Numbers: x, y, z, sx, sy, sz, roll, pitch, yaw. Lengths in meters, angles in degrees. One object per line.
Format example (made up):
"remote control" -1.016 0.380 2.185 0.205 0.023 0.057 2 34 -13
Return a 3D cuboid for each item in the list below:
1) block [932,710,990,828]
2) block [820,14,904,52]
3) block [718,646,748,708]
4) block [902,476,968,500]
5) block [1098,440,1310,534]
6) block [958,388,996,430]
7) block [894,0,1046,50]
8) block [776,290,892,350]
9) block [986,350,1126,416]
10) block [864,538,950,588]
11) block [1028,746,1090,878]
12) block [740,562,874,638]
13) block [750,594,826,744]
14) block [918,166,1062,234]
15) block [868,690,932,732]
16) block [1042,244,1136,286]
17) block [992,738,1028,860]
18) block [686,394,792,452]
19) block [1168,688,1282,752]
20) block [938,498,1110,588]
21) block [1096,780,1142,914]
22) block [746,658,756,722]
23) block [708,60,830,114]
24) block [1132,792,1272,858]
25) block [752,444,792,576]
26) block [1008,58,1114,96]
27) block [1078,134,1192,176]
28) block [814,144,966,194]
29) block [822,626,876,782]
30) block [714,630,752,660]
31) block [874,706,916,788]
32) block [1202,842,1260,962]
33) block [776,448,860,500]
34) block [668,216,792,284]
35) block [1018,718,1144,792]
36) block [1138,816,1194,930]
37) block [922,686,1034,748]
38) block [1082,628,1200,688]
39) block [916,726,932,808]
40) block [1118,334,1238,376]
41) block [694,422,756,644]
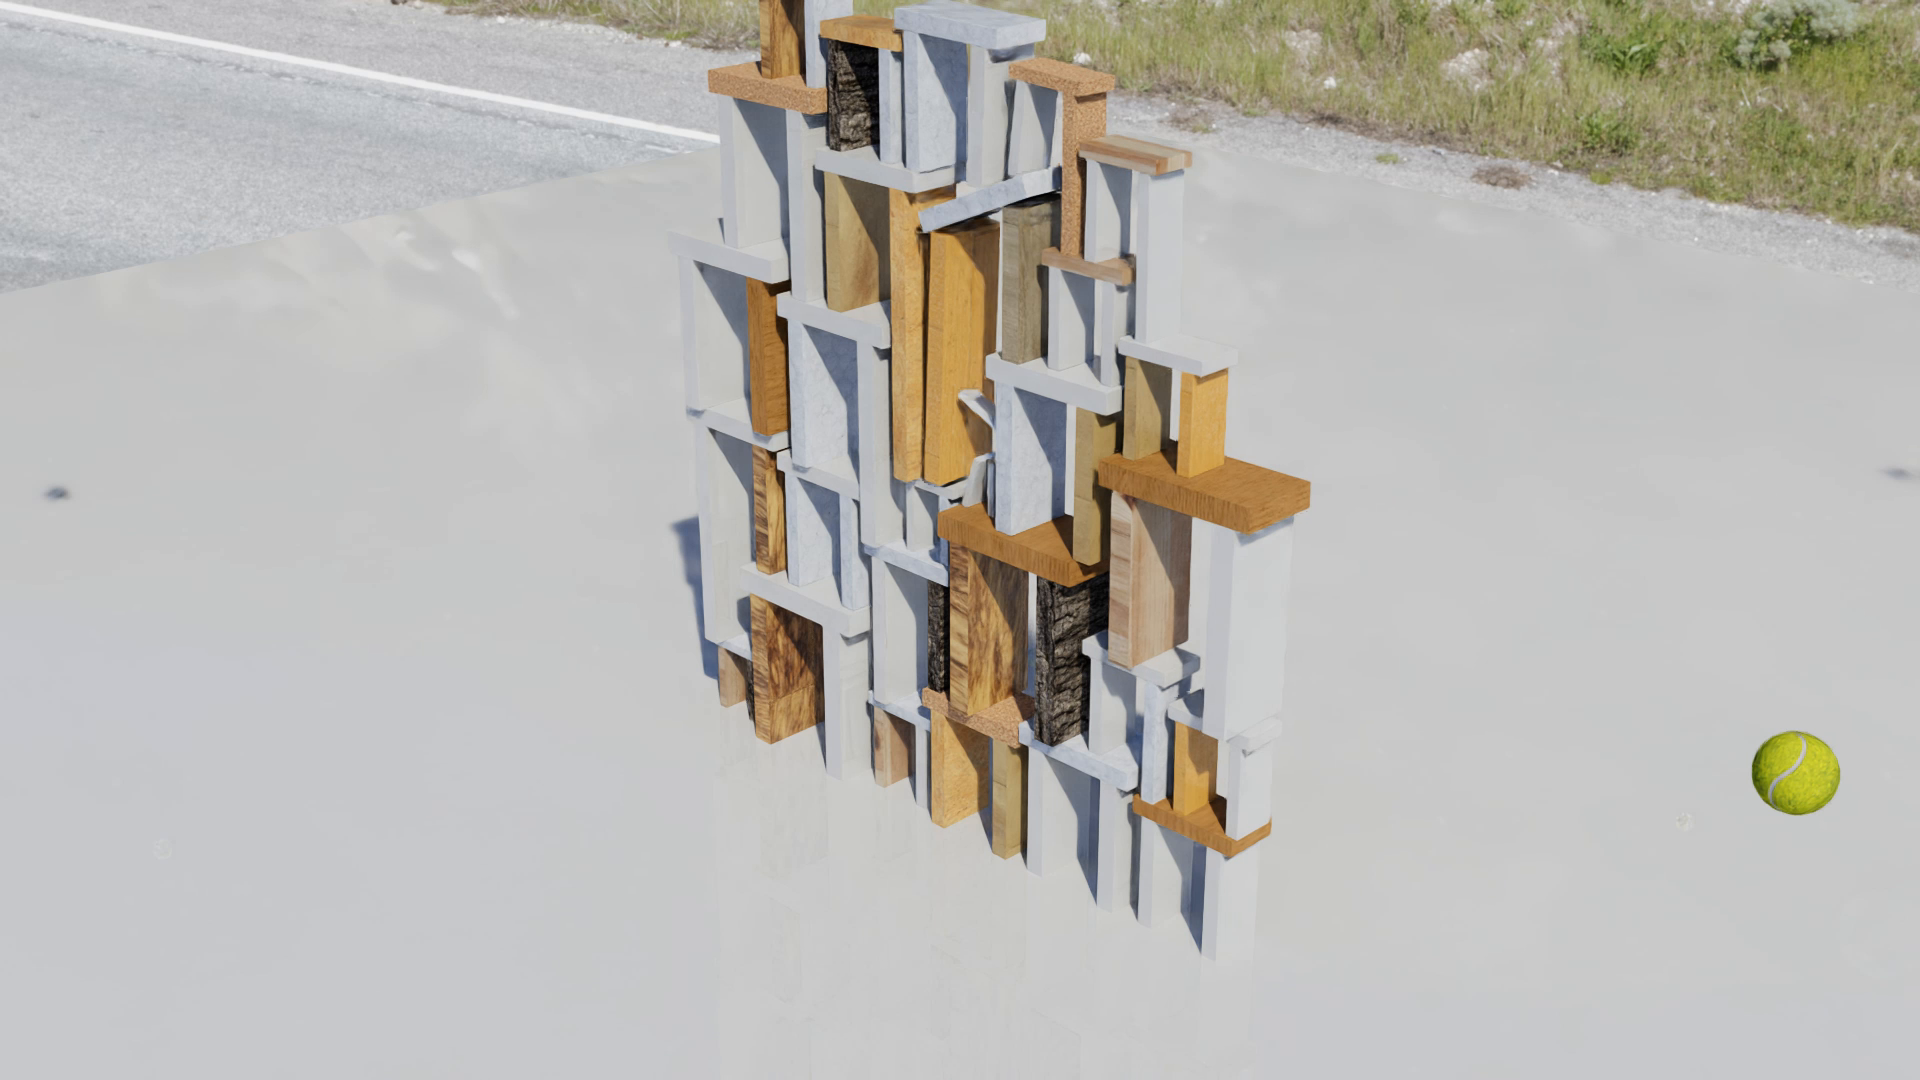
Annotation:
"block" 0.001 0.438 4.403 0.036 0.255 0.127 21 31 41
"block" -0.146 -0.920 3.986 0.205 0.029 0.103 21 31 41
"block" -0.499 0.292 4.884 0.021 0.148 0.074 21 31 41
"block" -0.039 -0.113 4.212 0.140 0.020 0.070 21 31 41
"block" 0.412 -0.095 3.724 0.163 0.046 0.327 -22 30 -40
"block" 0.050 -0.239 4.062 0.106 0.015 0.053 42 25 19
"block" 0.016 -0.898 3.825 0.247 0.035 0.123 23 32 39
"block" -0.198 -0.439 4.247 0.151 0.043 0.302 -21 31 -40
"block" 0.198 -0.290 3.888 0.288 0.041 0.144 21 31 41
"block" -0.065 0.026 4.309 0.118 0.033 0.236 -21 31 -41
"block" 0.191 0.501 4.234 0.038 0.271 0.135 21 31 41
"block" -0.282 0.103 4.578 0.343 0.049 0.171 21 31 41
"block" -0.363 0.252 4.729 0.049 0.343 0.171 21 31 41
"block" 0.068 -0.605 3.896 0.139 0.039 0.278 -22 7 -41
"block" -0.091 0.334 4.473 0.183 0.026 0.091 21 31 41
"block" 0.239 -0.476 3.769 0.184 0.026 0.092 21 31 40
"block" 0.121 0.484 4.293 0.036 0.255 0.127 21 31 41
"block" -0.428 -0.255 4.586 0.283 0.040 0.141 21 31 41
"block" 0.464 0.314 3.851 0.182 0.026 0.091 21 31 41
"block" 0.135 -0.006 4.068 0.334 0.047 0.167 21 31 41
"block" 0.319 0.551 4.116 0.038 0.271 0.135 21 31 41
"block" -0.429 0.319 4.819 0.021 0.149 0.074 21 31 41
"block" -0.329 -0.870 4.213 0.300 0.042 0.150 21 31 40
"block" 0.436 0.496 3.967 0.114 0.032 0.228 -21 31 -41
"block" -0.361 -0.081 4.588 0.040 0.283 0.141 21 31 41
"block" 0.171 -0.783 3.716 0.084 0.024 0.167 -20 33 -40
"block" 0.289 -0.638 3.639 0.087 0.025 0.174 -20 30 -38
"block" -0.130 -0.693 4.063 0.133 0.038 0.266 -21 31 -40
"block" -0.202 0.315 4.580 0.049 0.343 0.171 21 31 41
"block" -0.464 0.227 4.818 0.148 0.021 0.074 21 31 41
"block" -0.134 0.413 4.553 0.026 0.183 0.091 21 31 41
"block" 0.489 0.637 3.969 0.032 0.228 0.114 21 31 41
"block" -0.241 -0.144 4.423 0.246 0.035 0.123 21 31 40
"block" -0.423 -0.587 4.427 0.324 0.046 0.162 21 31 41
"block" 0.255 0.383 4.114 0.135 0.038 0.271 -21 31 -41
"block" 0.382 0.595 4.067 0.032 0.228 0.114 21 31 41
"block" 0.061 0.327 4.291 0.255 0.036 0.127 21 31 40
"block" 0.325 0.206 3.949 0.194 0.028 0.097 21 31 40
"block" -0.048 0.447 4.474 0.091 0.183 0.026 -21 31 -41
"block" 0.364 -0.316 3.683 0.092 0.026 0.184 -21 30 -40
"block" -0.495 -0.031 4.754 0.040 0.505 0.141 21 31 41
